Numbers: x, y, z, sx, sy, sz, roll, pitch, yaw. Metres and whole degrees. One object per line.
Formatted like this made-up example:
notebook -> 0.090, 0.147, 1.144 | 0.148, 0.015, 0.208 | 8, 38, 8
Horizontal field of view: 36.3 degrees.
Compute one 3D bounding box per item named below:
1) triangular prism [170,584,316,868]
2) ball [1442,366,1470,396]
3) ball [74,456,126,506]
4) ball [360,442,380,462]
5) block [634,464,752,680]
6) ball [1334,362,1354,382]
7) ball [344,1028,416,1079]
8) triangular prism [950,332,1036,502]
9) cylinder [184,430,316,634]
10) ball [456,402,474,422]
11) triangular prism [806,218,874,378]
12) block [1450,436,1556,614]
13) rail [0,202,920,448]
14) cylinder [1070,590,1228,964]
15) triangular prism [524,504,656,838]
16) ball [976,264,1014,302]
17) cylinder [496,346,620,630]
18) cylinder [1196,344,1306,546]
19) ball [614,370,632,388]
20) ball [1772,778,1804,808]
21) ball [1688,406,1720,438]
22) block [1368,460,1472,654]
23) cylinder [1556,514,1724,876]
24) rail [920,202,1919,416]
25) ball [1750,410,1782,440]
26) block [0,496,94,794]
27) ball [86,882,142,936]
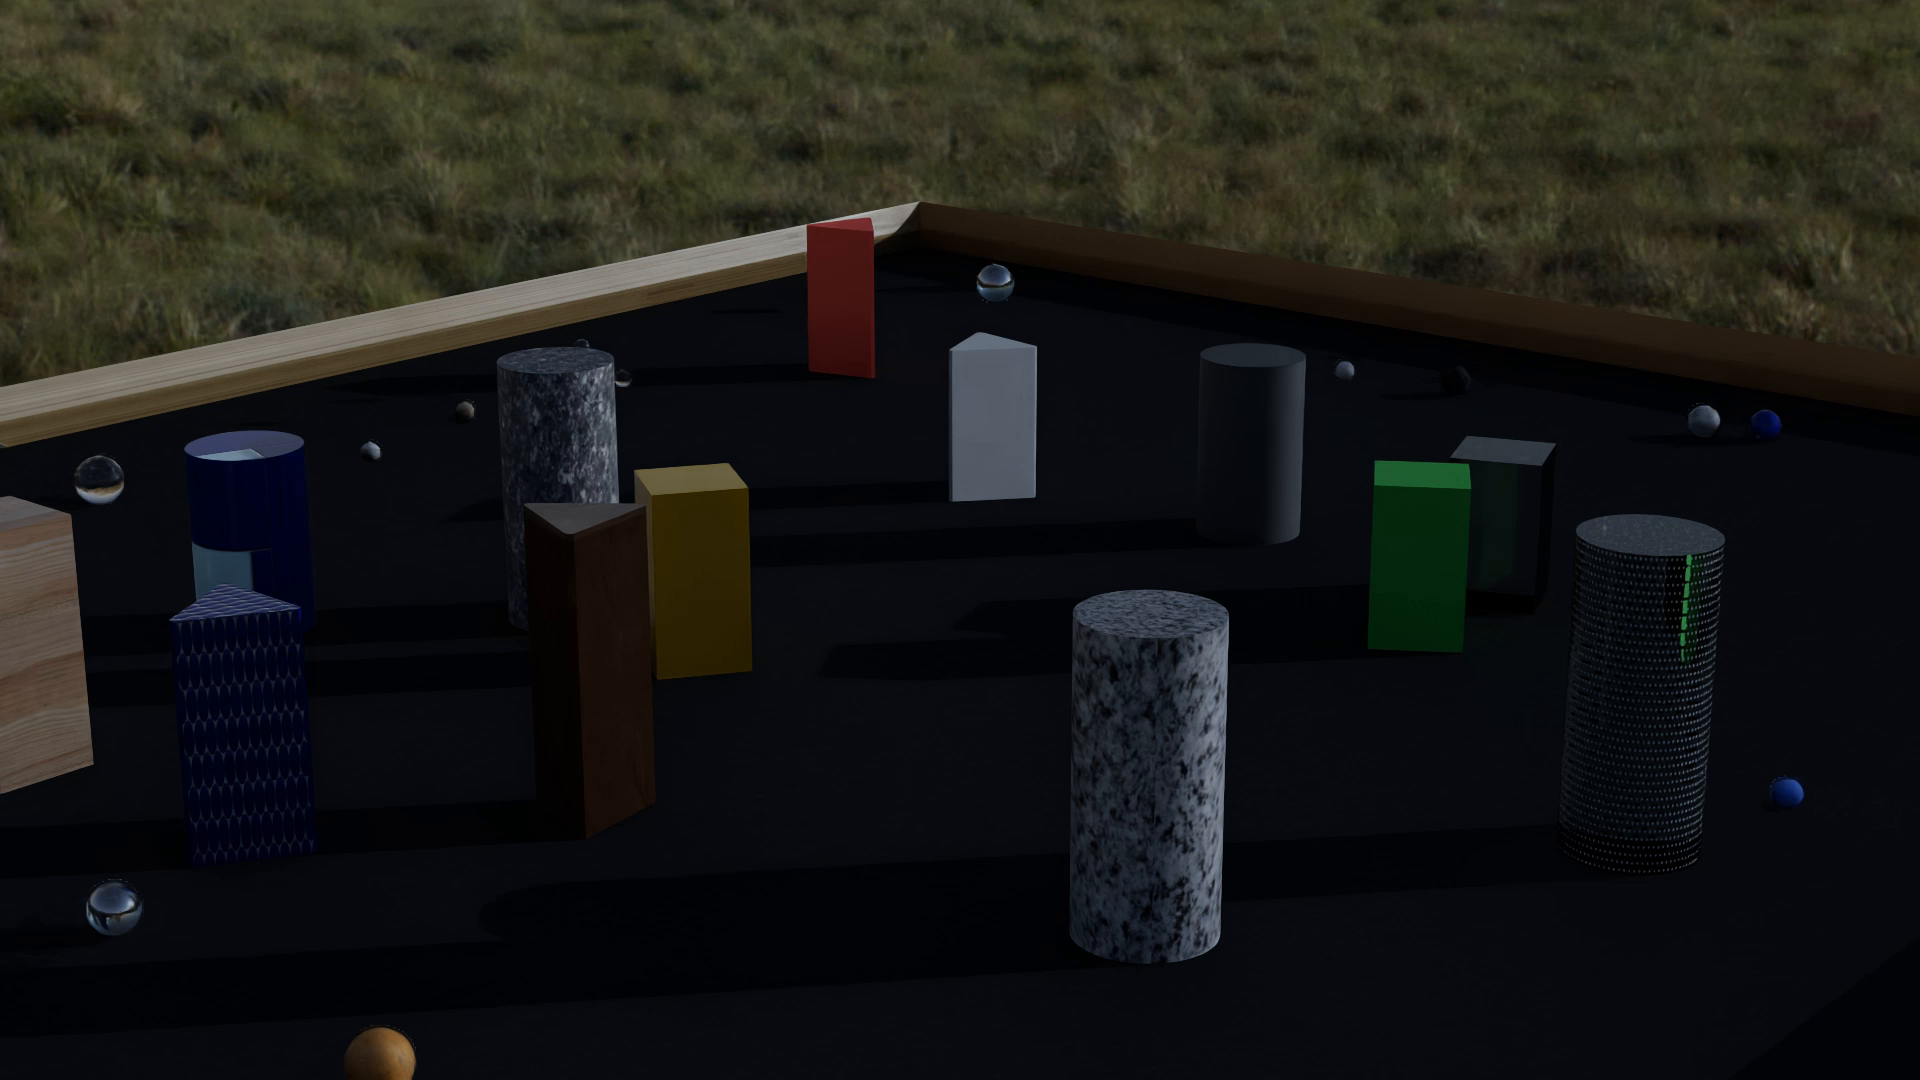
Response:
triangular prism -> -0.987, 0.248, 4.018 | 0.169, 0.352, 0.146 | -6, 18, -18
ball -> 1.101, -0.354, 6.511 | 0.064, 0.064, 0.064 | 0, 17, 0
ball -> -1.662, -0.115, 5.664 | 0.095, 0.095, 0.095 | 0, 17, 0
ball -> -1.201, -0.179, 5.972 | 0.041, 0.041, 0.041 | 0, 17, 0
block -> -0.432, 0.049, 4.752 | 0.156, 0.308, 0.156 | -5, 17, -15
ball -> 0.871, -0.382, 6.636 | 0.045, 0.045, 0.045 | 0, 17, 0
ball -> -0.660, 0.595, 3.335 | 0.081, 0.081, 0.081 | 0, 17, 0
triangular prism -> 0.051, -0.244, 5.738 | 0.169, 0.300, 0.146 | -3, 17, -10
cylinder -> -1.189, -0.006, 4.917 | 0.195, 0.317, 0.195 | 0, 17, 0
ball -> -1.062, -0.275, 6.288 | 0.042, 0.042, 0.042 | 0, 17, 0
triangular prism -> -0.241, -0.560, 6.718 | 0.169, 0.338, 0.146 | 8, 19, 25
block -> 0.935, -0.027, 5.081 | 0.156, 0.264, 0.156 | 6, 18, 19
rail -> -1.601, -0.370, 6.451 | 0.045, 0.127, 4.597 | 14, 22, 39
cylinder -> 0.238, 0.298, 3.714 | 0.195, 0.431, 0.195 | 0, 17, 0
triangular prism -> -0.544, 0.172, 4.111 | 0.146, 0.443, 0.169 | 10, 19, 30
ball -> 0.089, -0.651, 7.439 | 0.097, 0.097, 0.097 | 0, 17, 0
cylinder -> -0.675, -0.085, 4.954 | 0.195, 0.449, 0.195 | 0, 17, 0
cylinder -> 0.541, -0.180, 5.458 | 0.195, 0.338, 0.195 | 0, 17, 0
ball -> -0.757, -0.361, 6.576 | 0.040, 0.040, 0.040 | 0, 17, 0
ball -> 1.179, 0.361, 4.176 | 0.043, 0.043, 0.043 | 0, 17, 0
ball -> 1.562, -0.249, 6.157 | 0.067, 0.067, 0.067 | 0, 17, 0
block -> 0.762, 0.026, 4.873 | 0.156, 0.281, 0.156 | 2, 17, 8
cylinder -> 0.921, 0.208, 3.978 | 0.195, 0.450, 0.195 | 0, 17, 0
rail -> 1.491, -0.464, 6.765 | 4.288, 0.127, 0.045 | 14, 22, 39
ball -> 1.684, -0.240, 6.132 | 0.065, 0.065, 0.065 | 0, 17, 0
block -> -1.394, 0.151, 4.281 | 0.156, 0.386, 0.156 | 14, 21, 38
ball -> -1.084, 0.473, 3.759 | 0.070, 0.070, 0.070 | 0, 17, 0
